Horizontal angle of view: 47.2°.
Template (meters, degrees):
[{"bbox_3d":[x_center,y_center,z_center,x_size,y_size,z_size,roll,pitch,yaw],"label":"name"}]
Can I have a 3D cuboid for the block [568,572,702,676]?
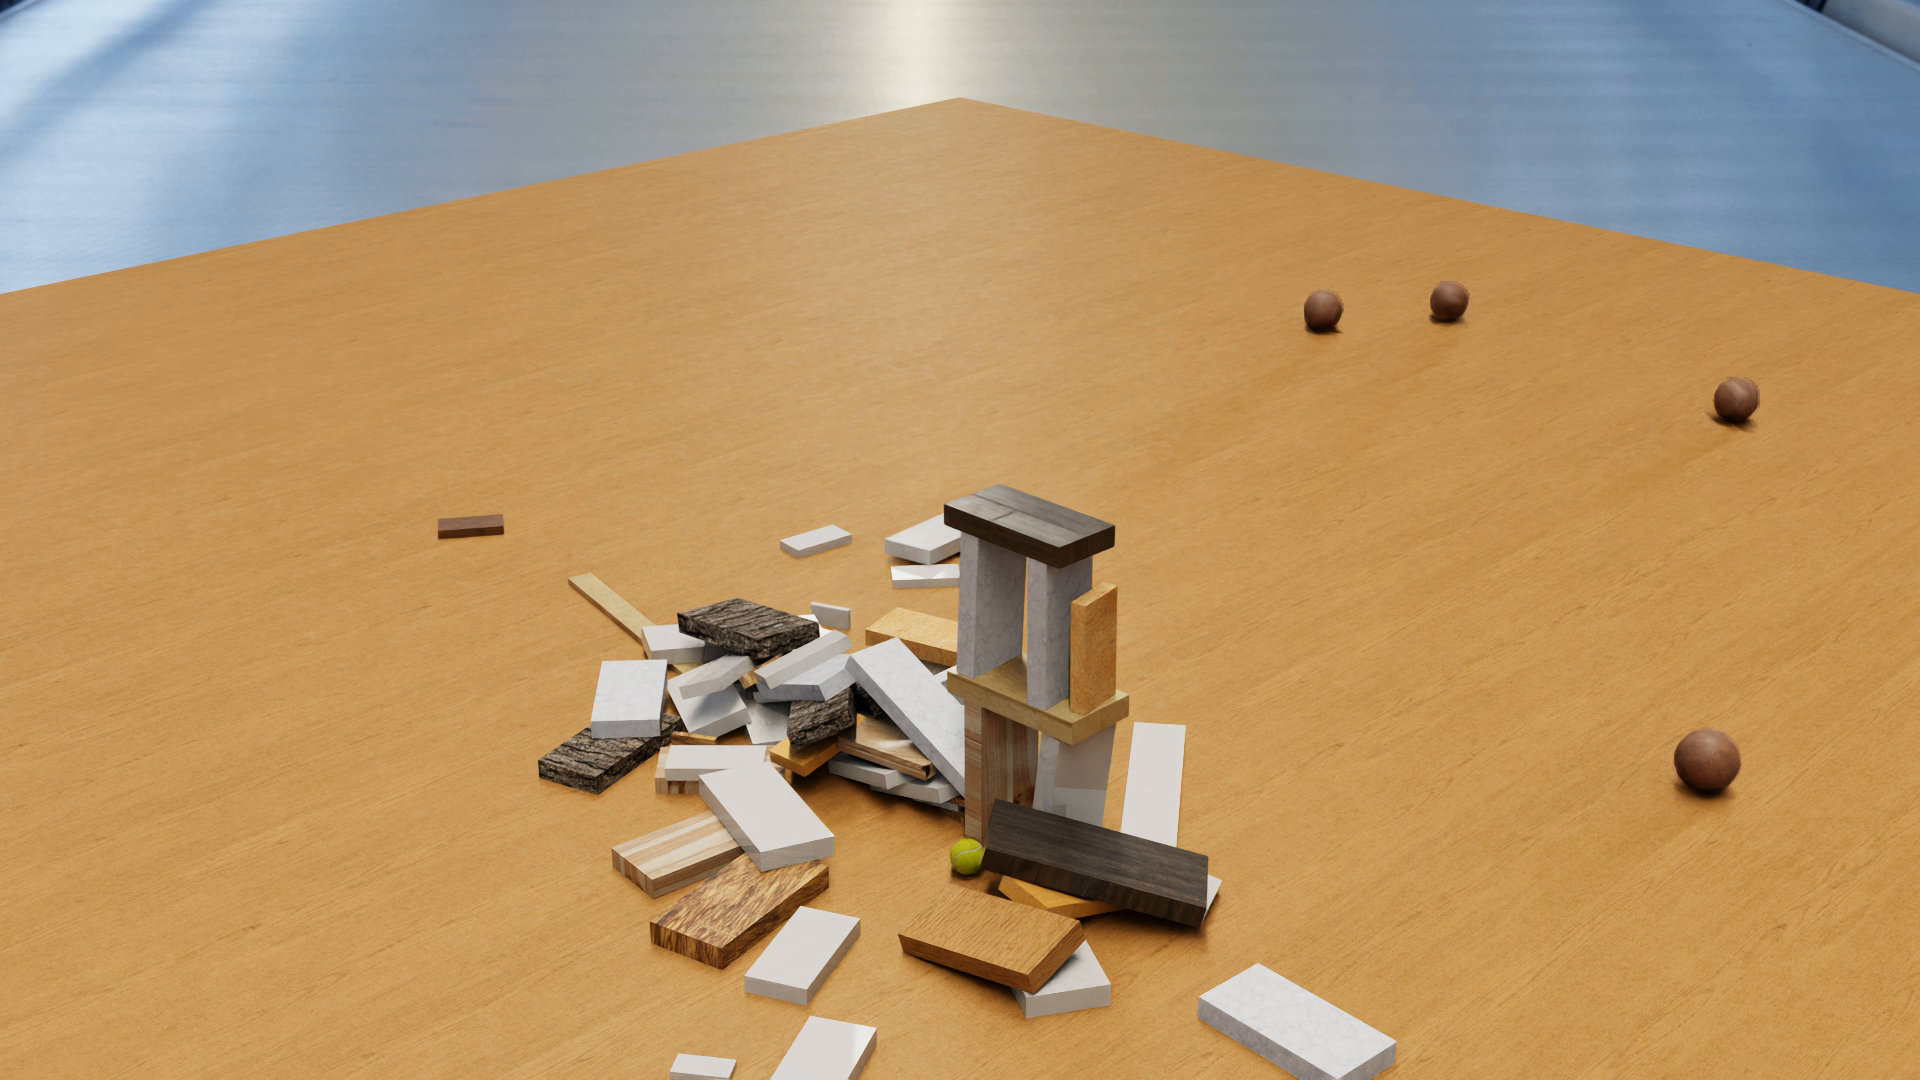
[{"bbox_3d":[-0.759,0.212,5.238,0.061,0.017,0.710,-14,27,-30],"label":"block"}]

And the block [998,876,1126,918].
[{"bbox_3d":[0.198,0.651,4.076,0.240,0.034,0.120,0,25,-46],"label":"block"}]

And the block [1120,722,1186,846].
[{"bbox_3d":[0.393,0.525,4.483,0.111,0.031,0.589,3,23,7],"label":"block"}]

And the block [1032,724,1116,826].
[{"bbox_3d":[0.212,0.483,4.205,0.161,0.322,0.046,-21,38,-40],"label":"block"}]

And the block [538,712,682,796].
[{"bbox_3d":[-0.740,0.440,4.670,0.151,0.043,0.301,12,26,26],"label":"block"}]

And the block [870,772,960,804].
[{"bbox_3d":[-0.073,0.491,4.490,0.112,0.032,0.224,-20,15,-38],"label":"block"}]

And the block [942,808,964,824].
[{"bbox_3d":[0.019,0.554,4.434,0.054,0.015,0.108,-21,31,-40],"label":"block"}]

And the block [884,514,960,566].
[{"bbox_3d":[-0.033,-0.016,5.715,0.142,0.040,0.354,14,23,32],"label":"block"}]

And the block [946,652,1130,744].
[{"bbox_3d":[0.147,0.292,4.186,0.322,0.046,0.161,20,30,40],"label":"block"}]

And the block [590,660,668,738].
[{"bbox_3d":[-0.718,0.344,4.789,0.144,0.041,0.288,-1,23,-3],"label":"block"}]

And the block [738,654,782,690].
[{"bbox_3d":[-0.437,0.283,4.853,0.099,0.028,0.198,-29,4,-3],"label":"block"}]

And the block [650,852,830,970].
[{"bbox_3d":[-0.408,0.679,4.102,0.165,0.047,0.329,14,27,30],"label":"block"}]

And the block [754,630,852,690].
[{"bbox_3d":[-0.337,0.256,4.718,0.200,0.028,0.100,-27,13,-15],"label":"block"}]

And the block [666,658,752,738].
[{"bbox_3d":[-0.555,0.354,4.823,0.133,0.038,0.265,-24,27,-10],"label":"block"}]

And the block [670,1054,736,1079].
[{"bbox_3d":[-0.427,0.882,3.664,0.101,0.014,0.050,4,23,9],"label":"block"}]

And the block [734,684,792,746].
[{"bbox_3d":[-0.404,0.388,4.795,0.144,0.041,0.288,-6,24,-13],"label":"block"}]

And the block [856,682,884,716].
[{"bbox_3d":[-0.171,0.307,4.764,0.144,0.041,0.414,-24,9,-11],"label":"block"}]

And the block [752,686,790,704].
[{"bbox_3d":[-0.344,0.313,4.808,0.198,0.028,0.099,-6,25,25],"label":"block"}]

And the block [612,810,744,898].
[{"bbox_3d":[-0.509,0.600,4.292,0.301,0.043,0.151,-18,29,-35],"label":"block"}]

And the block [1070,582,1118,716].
[{"bbox_3d":[0.246,0.201,4.052,0.031,0.221,0.111,14,27,32],"label":"block"}]

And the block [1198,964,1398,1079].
[{"bbox_3d":[0.571,0.833,3.742,0.154,0.044,0.308,-19,29,-37],"label":"block"}]

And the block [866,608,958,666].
[{"bbox_3d":[-0.061,0.229,5.085,0.283,0.040,0.142,13,26,27],"label":"block"}]

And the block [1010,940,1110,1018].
[{"bbox_3d":[0.149,0.743,3.955,0.154,0.044,0.308,-6,24,-14],"label":"block"}]

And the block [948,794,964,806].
[{"bbox_3d":[0.026,0.521,4.423,0.108,0.015,0.054,15,26,41],"label":"block"}]

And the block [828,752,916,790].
[{"bbox_3d":[-0.167,0.465,4.539,0.112,0.032,0.224,-18,14,-32],"label":"block"}]

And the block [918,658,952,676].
[{"bbox_3d":[-0.059,0.297,5.019,0.117,0.033,0.235,7,24,17],"label":"block"}]

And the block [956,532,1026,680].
[{"bbox_3d":[0.062,0.102,4.195,0.042,0.297,0.149,21,31,36],"label":"block"}]

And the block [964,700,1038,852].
[{"bbox_3d":[0.082,0.437,4.319,0.046,0.322,0.161,21,31,41],"label":"block"}]

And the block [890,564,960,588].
[{"bbox_3d":[-0.086,0.091,5.516,0.169,0.024,0.085,-2,23,-5],"label":"block"}]

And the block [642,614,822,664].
[{"bbox_3d":[-0.527,0.232,5.135,0.412,0.038,0.133,-4,23,-17],"label":"block"}]

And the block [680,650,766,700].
[{"bbox_3d":[-0.496,0.274,4.823,0.100,0.028,0.345,-14,9,21],"label":"block"}]

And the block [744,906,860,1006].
[{"bbox_3d":[-0.281,0.746,3.959,0.120,0.034,0.240,8,24,19],"label":"block"}]

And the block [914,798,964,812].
[{"bbox_3d":[-0.034,0.523,4.472,0.108,0.015,0.054,10,24,32],"label":"block"}]

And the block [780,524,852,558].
[{"bbox_3d":[-0.375,0.004,5.721,0.169,0.024,0.085,-17,29,-35],"label":"block"}]

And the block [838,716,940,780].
[{"bbox_3d":[-0.126,0.422,4.485,0.224,0.032,0.112,15,29,33],"label":"block"}]

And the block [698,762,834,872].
[{"bbox_3d":[-0.383,0.539,4.321,0.151,0.043,0.342,-9,24,-25],"label":"block"}]

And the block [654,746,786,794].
[{"bbox_3d":[-0.496,0.478,4.586,0.266,0.038,0.133,-1,23,-2],"label":"block"}]

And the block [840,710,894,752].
[{"bbox_3d":[-0.106,0.395,4.624,0.491,0.033,0.117,-4,22,6],"label":"block"}]

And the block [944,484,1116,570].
[{"bbox_3d":[0.126,-0.028,4.064,0.148,0.042,0.297,-21,30,-40],"label":"block"}]

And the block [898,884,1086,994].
[{"bbox_3d":[0.054,0.709,3.931,0.308,0.044,0.154,9,36,41],"label":"block"}]

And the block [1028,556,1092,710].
[{"bbox_3d":[0.185,0.151,4.076,0.042,0.297,0.149,16,27,34],"label":"block"}]

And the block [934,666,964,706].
[{"bbox_3d":[-0.046,0.353,4.778,0.033,0.117,0.235,20,30,39],"label":"block"}]

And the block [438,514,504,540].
[{"bbox_3d":[-1.293,-0.035,5.814,0.169,0.024,0.085,-4,23,-10],"label":"block"}]

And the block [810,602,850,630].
[{"bbox_3d":[-0.310,0.182,5.268,0.101,0.050,0.014,10,25,21],"label":"block"}]

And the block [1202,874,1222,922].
[{"bbox_3d":[0.373,0.638,4.147,0.221,0.031,0.111,22,28,12],"label":"block"}]

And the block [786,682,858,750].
[{"bbox_3d":[-0.284,0.352,4.558,0.134,0.038,0.268,-23,13,4],"label":"block"}]

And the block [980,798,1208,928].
[{"bbox_3d":[0.252,0.597,4.077,0.416,0.047,0.165,15,28,0],"label":"block"}]

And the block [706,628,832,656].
[{"bbox_3d":[-0.429,0.226,5.061,0.283,0.040,0.142,14,24,23],"label":"block"}]

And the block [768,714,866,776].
[{"bbox_3d":[-0.290,0.413,4.552,0.099,0.028,0.198,19,39,37],"label":"block"}]

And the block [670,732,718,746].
[{"bbox_3d":[-0.563,0.437,4.665,0.101,0.050,0.014,7,24,16],"label":"block"}]

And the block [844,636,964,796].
[{"bbox_3d":[-0.057,0.360,4.462,0.134,0.038,0.401,-19,54,-42],"label":"block"}]

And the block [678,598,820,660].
[{"bbox_3d":[-0.476,0.196,4.929,0.165,0.047,0.329,-14,17,-36],"label":"block"}]

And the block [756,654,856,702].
[{"bbox_3d":[-0.311,0.291,4.680,0.134,0.038,0.268,-31,15,-31],"label":"block"}]

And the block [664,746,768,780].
[{"bbox_3d":[-0.503,0.461,4.543,0.200,0.028,0.100,0,23,0],"label":"block"}]

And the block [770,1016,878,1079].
[{"bbox_3d":[-0.234,0.880,3.642,0.120,0.034,0.240,7,24,16],"label":"block"}]
